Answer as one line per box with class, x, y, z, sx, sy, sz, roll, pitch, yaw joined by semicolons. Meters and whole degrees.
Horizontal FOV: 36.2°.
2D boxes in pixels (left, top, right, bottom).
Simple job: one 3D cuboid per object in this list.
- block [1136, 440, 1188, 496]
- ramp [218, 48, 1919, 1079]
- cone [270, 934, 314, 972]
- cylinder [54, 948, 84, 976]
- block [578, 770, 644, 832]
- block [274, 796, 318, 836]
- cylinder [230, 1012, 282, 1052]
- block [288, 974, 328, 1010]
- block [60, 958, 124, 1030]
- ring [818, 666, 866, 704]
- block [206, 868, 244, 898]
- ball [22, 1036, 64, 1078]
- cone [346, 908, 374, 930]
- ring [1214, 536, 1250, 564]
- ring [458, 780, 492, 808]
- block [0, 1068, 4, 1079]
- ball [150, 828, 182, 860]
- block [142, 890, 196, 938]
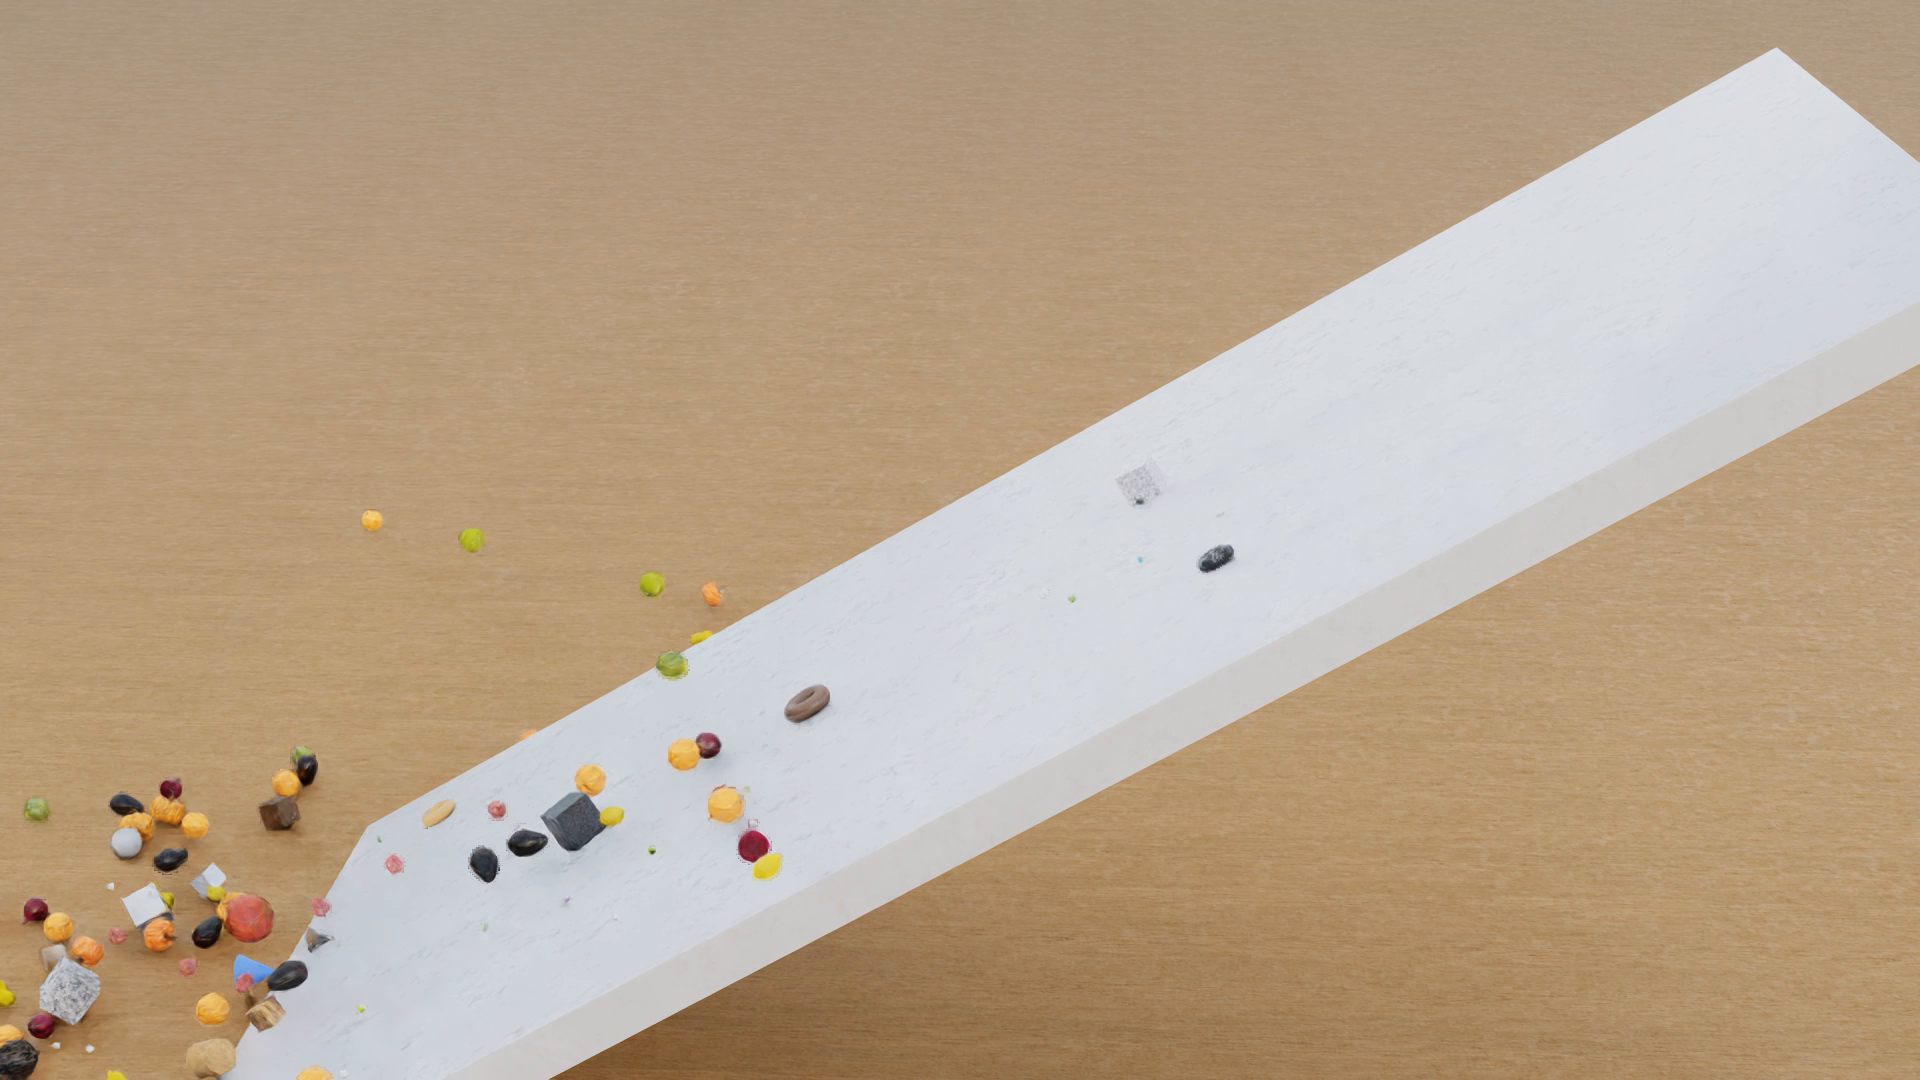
block;0.440;-0.157;6.388;0.076;0.076;0.076;-26;16;23
ramp;0.142;0.168;6.287;4.000;0.100;2.000;-29;15;12
cone;-1.547;0.960;6.870;0.090;0.090;0.090;-9;15;19
cylinder;-2.133;1.010;7.041;0.052;0.052;0.052;-16;24;-28
block;-0.765;0.572;6.441;0.090;0.090;0.090;-37;15;-19
block;-1.759;0.730;7.792;0.068;0.068;0.068;-29;-1;39
cylinder;-1.533;1.071;6.400;0.079;0.079;0.079;-19;3;41
block;-1.442;0.999;6.508;0.051;0.051;0.051;-18;20;42
block;-2.009;1.052;6.810;0.096;0.096;0.096;-32;21;2
ring;-0.255;0.313;6.351;0.113;0.038;0.113;-30;16;9
block;-1.855;0.868;7.427;0.054;0.054;0.054;-5;26;37
ball;-2.039;1.151;6.545;0.090;0.090;0.090;0;19;0
cone;-1.391;0.876;6.849;0.057;0.057;0.057;-13;23;-30
ring;0.530;0.018;5.731;0.079;0.026;0.079;-30;13;8
ring;-1.199;0.627;7.268;0.094;0.031;0.094;-31;14;8
block;-2.159;1.199;6.431;0.098;0.098;0.098;17;25;40
ball;-2.066;0.790;7.649;0.080;0.080;0.080;0;19;0
block;-1.934;0.915;7.188;0.083;0.083;0.083;-23;14;-33
